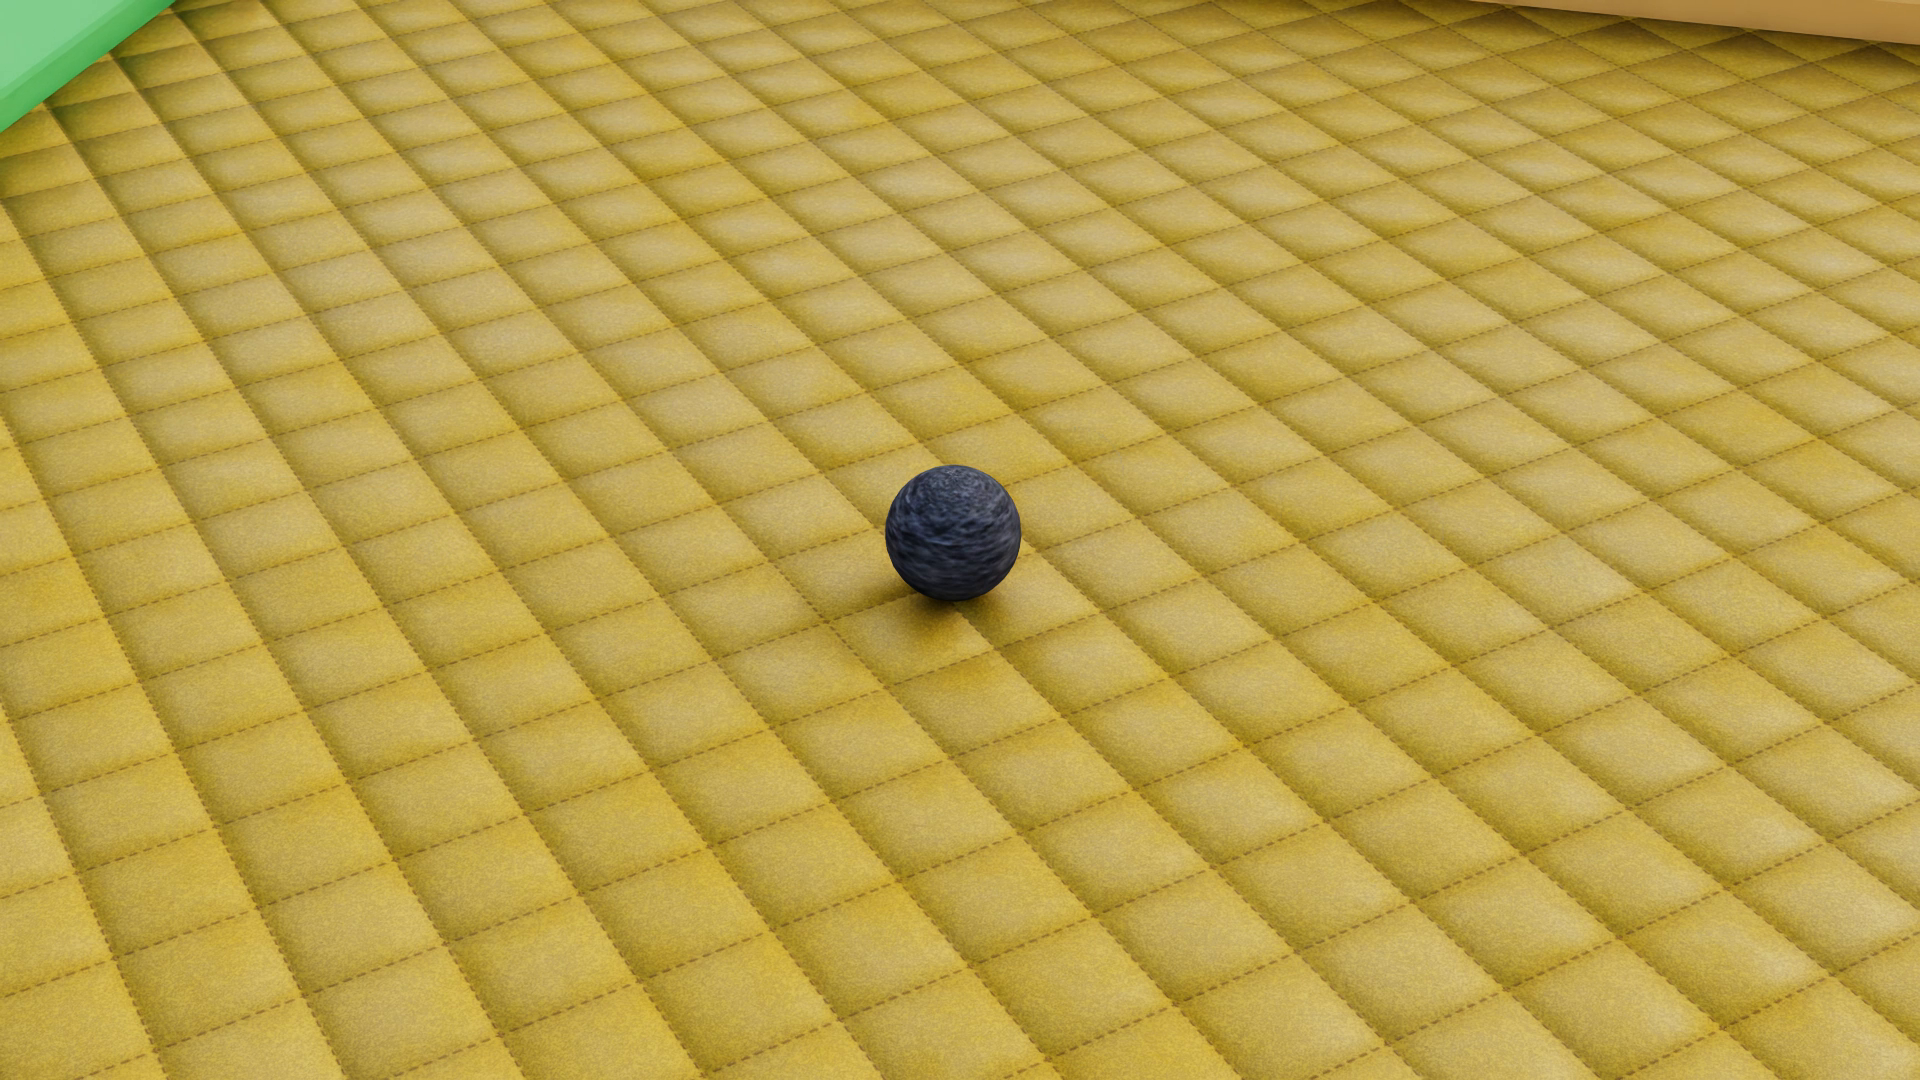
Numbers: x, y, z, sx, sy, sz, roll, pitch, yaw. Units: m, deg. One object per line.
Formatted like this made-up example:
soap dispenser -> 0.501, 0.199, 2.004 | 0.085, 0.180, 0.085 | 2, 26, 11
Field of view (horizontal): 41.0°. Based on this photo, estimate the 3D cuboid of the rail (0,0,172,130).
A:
rail -> -1.039, -0.177, 2.059 | 0.045, 0.127, 2.391 | 8, 35, 12

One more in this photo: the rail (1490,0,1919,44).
rail -> 1.362, -0.502, 2.536 | 4.394, 0.127, 0.045 | 8, 35, 12

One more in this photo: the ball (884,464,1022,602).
ball -> -0.005, -0.005, 1.835 | 0.098, 0.098, 0.098 | 0, 34, 0
